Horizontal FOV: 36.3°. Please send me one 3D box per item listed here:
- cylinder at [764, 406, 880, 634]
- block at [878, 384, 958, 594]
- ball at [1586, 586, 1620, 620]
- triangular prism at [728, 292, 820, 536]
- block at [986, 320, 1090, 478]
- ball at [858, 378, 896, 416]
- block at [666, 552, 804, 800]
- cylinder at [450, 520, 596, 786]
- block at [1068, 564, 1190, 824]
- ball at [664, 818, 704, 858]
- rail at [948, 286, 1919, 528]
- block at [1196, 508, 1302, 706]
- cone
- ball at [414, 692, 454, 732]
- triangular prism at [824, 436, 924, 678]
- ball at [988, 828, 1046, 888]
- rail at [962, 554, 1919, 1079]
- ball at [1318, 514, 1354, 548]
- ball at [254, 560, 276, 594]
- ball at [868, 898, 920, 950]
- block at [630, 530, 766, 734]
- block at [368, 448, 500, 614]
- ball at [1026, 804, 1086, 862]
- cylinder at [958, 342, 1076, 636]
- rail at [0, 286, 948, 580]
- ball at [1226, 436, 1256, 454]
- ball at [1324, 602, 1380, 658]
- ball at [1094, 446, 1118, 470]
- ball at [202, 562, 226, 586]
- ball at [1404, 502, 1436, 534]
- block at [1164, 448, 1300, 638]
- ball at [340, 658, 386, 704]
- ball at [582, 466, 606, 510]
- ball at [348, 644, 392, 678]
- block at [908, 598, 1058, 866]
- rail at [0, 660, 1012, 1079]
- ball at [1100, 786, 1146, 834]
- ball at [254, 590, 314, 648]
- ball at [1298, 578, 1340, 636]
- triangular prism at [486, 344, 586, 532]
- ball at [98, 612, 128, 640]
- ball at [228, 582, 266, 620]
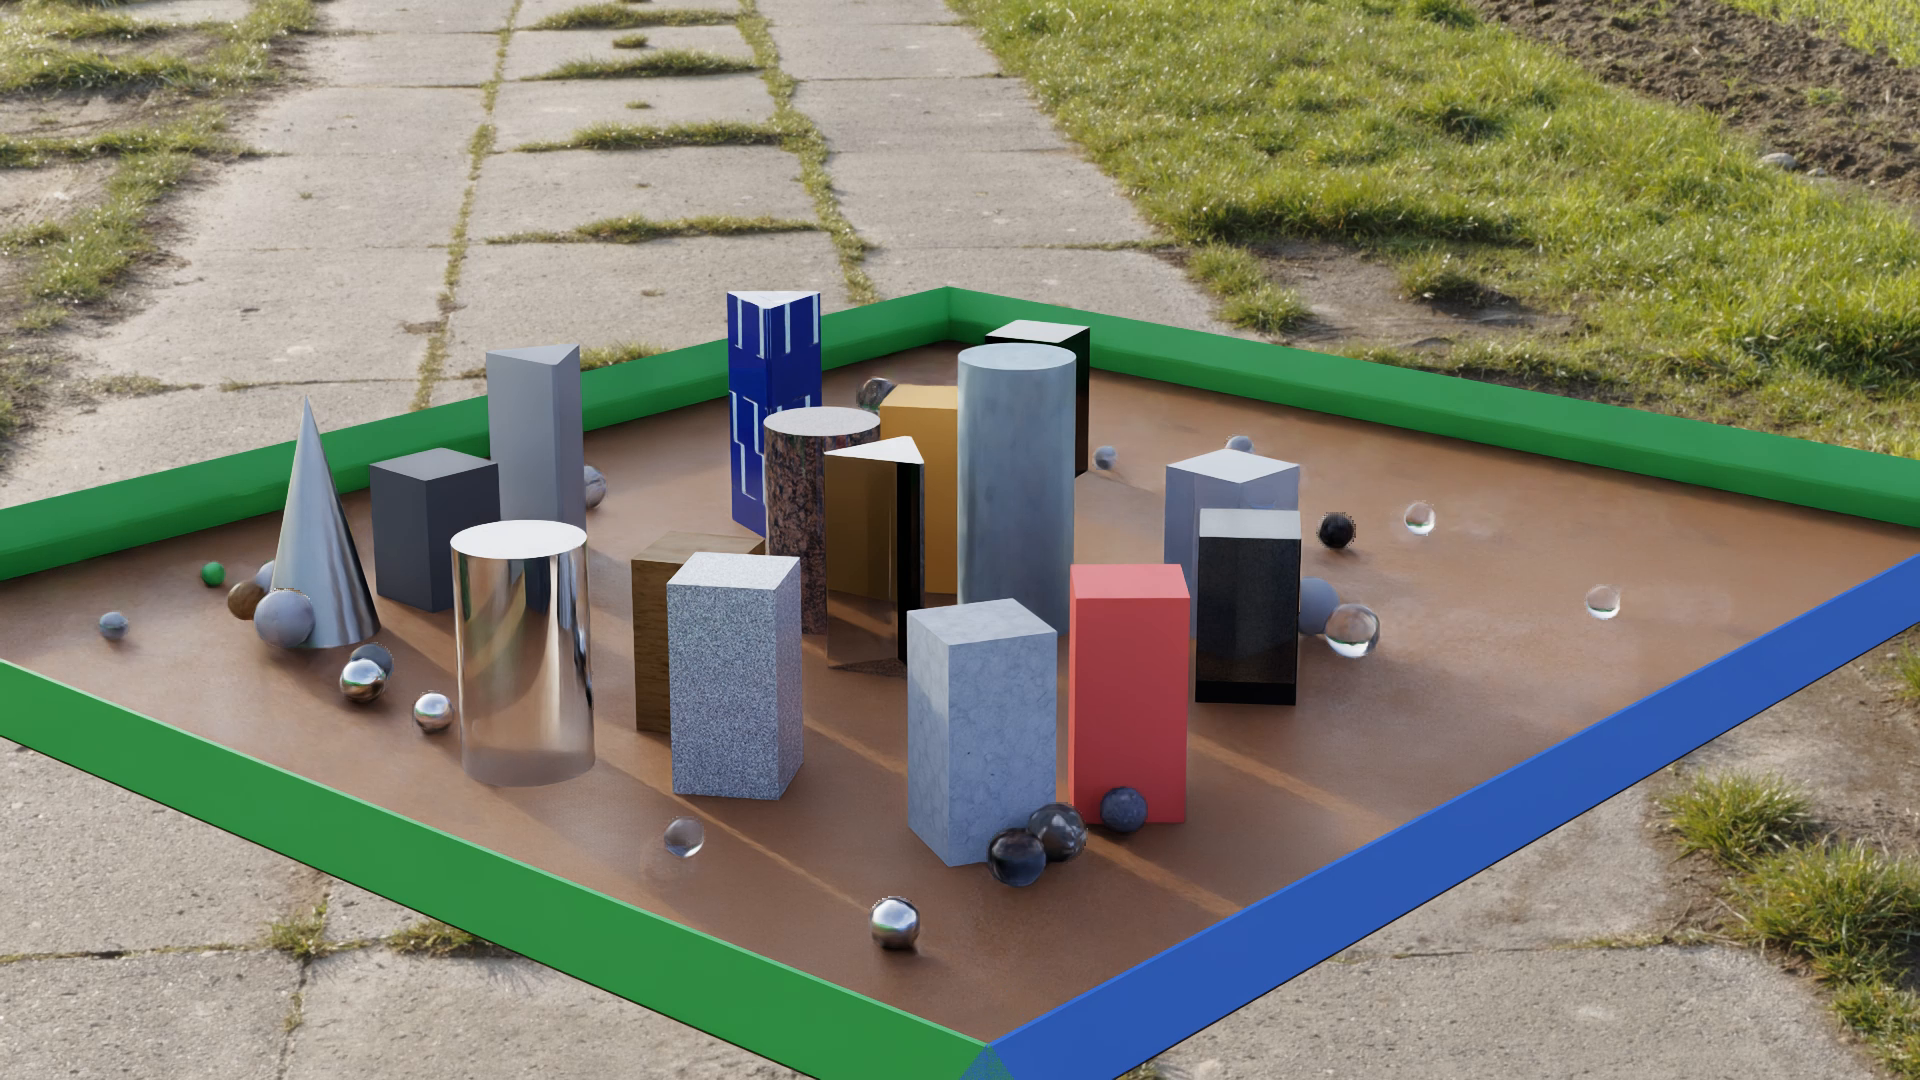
[{"bbox_3d":[-0.231,-0.034,4.967,0.196,0.345,0.196,0,17,0],"label":"cylinder"},{"bbox_3d":[-0.048,-0.091,5.173,0.157,0.334,0.157,3,17,11],"label":"block"},{"bbox_3d":[1.096,0.107,4.996,0.057,0.057,0.057,0,17,0],"label":"ball"},{"bbox_3d":[-0.369,-0.241,5.486,0.147,0.440,0.170,10,19,29],"label":"triangular prism"},{"bbox_3d":[0.154,-0.272,5.839,0.157,0.296,0.157,8,18,24],"label":"block"},{"bbox_3d":[-0.176,-0.304,6.305,0.088,0.088,0.088,0,17,0],"label":"ball"},{"bbox_3d":[-0.324,0.195,4.252,0.157,0.318,0.157,3,17,10],"label":"block"},{"bbox_3d":[-0.640,0.165,4.304,0.196,0.347,0.196,0,17,0],"label":"cylinder"},{"bbox_3d":[0.237,0.217,4.156,0.157,0.333,0.157,0,17,-1],"label":"block"},{"bbox_3d":[-0.377,0.407,4.008,0.054,0.054,0.054,0,17,0],"label":"ball"},{"bbox_3d":[0.964,-0.288,6.183,2.675,0.127,0.045,14,22,39],"label":"rail"},{"bbox_3d":[0.455,0.104,4.634,0.157,0.272,0.157,2,17,5],"label":"block"},{"bbox_3d":[-1.077,-0.045,4.889,0.196,0.411,0.196,0,17,0],"label":"cone"},{"bbox_3d":[-0.803,0.263,4.472,0.061,0.061,0.061,0,17,0],"label":"ball"},{"bbox_3d":[-0.111,0.024,4.748,0.170,0.360,0.147,6,18,20],"label":"triangular prism"},{"bbox_3d":[0.076,0.423,3.910,0.079,0.079,0.079,0,17,0],"label":"ball"},{"bbox_3d":[0.992,0.281,4.295,0.045,0.127,2.987,14,22,39],"label":"rail"},{"bbox_3d":[0.692,-0.017,5.393,0.065,0.065,0.065,0,17,0],"label":"ball"},{"bbox_3d":[-1.167,0.077,5.041,0.088,0.088,0.088,0,17,0],"label":"ball"},{"bbox_3d":[-0.083,0.488,3.719,0.066,0.066,0.066,0,17,0],"label":"ball"},{"bbox_3d":[-0.397,0.145,4.496,0.157,0.274,0.157,5,17,16],"label":"block"},{"bbox_3d":[-0.911,-0.019,5.106,0.157,0.236,0.157,15,22,40],"label":"block"},{"bbox_3d":[0.130,0.398,3.979,0.081,0.081,0.081,0,17,0],"label":"ball"},{"bbox_3d":[0.094,-0.080,4.908,0.196,0.466,0.196,0,17,0],"label":"cylinder"},{"bbox_3d":[-0.992,-0.217,5.945,0.045,0.127,2.987,14,22,39],"label":"rail"},{"bbox_3d":[0.569,-0.183,5.955,0.059,0.059,0.059,0,17,0],"label":"ball"},{"bbox_3d":[0.643,0.148,4.802,0.091,0.091,0.091,0,17,0],"label":"ball"},{"bbox_3d":[0.293,-0.166,5.907,0.049,0.049,0.049,0,17,0],"label":"ball"},{"bbox_3d":[-1.319,0.060,5.179,0.041,0.041,0.041,0,17,0],"label":"ball"},{"bbox_3d":[0.859,-0.040,5.478,0.060,0.060,0.060,0,17,0],"label":"ball"},{"bbox_3d":[0.453,0.013,4.912,0.157,0.286,0.157,16,23,42],"label":"block"},{"bbox_3d":[-0.935,0.221,4.594,0.072,0.072,0.072,0,17,0],"label":"ball"},{"bbox_3d":[-0.723,-0.101,5.639,0.085,0.085,0.085,0,17,0],"label":"ball"},{"bbox_3d":[-0.940,0.200,4.672,0.067,0.067,0.067,0,17,0],"label":"ball"},{"bbox_3d":[0.029,0.262,4.030,0.157,0.318,0.157,-6,18,-21],"label":"block"},{"bbox_3d":[-0.964,0.352,4.057,2.675,0.127,0.045,14,22,39],"label":"rail"},{"bbox_3d":[0.227,0.377,4.087,0.065,0.065,0.065,0,17,0],"label":"ball"},{"bbox_3d":[-1.109,0.130,4.806,0.096,0.096,0.096,0,17,0],"label":"ball"},{"bbox_3d":[0.587,0.111,4.896,0.096,0.096,0.096,0,17,0],"label":"ball"},{"bbox_3d":[-0.736,-0.157,5.310,0.170,0.381,0.147,12,21,35],"label":"triangular prism"},{"bbox_3d":[-1.413,0.143,4.893,0.047,0.047,0.047,0,17,0],"label":"ball"},{"bbox_3d":[-1.195,0.103,4.918,0.066,0.066,0.066,0,17,0],"label":"ball"}]
